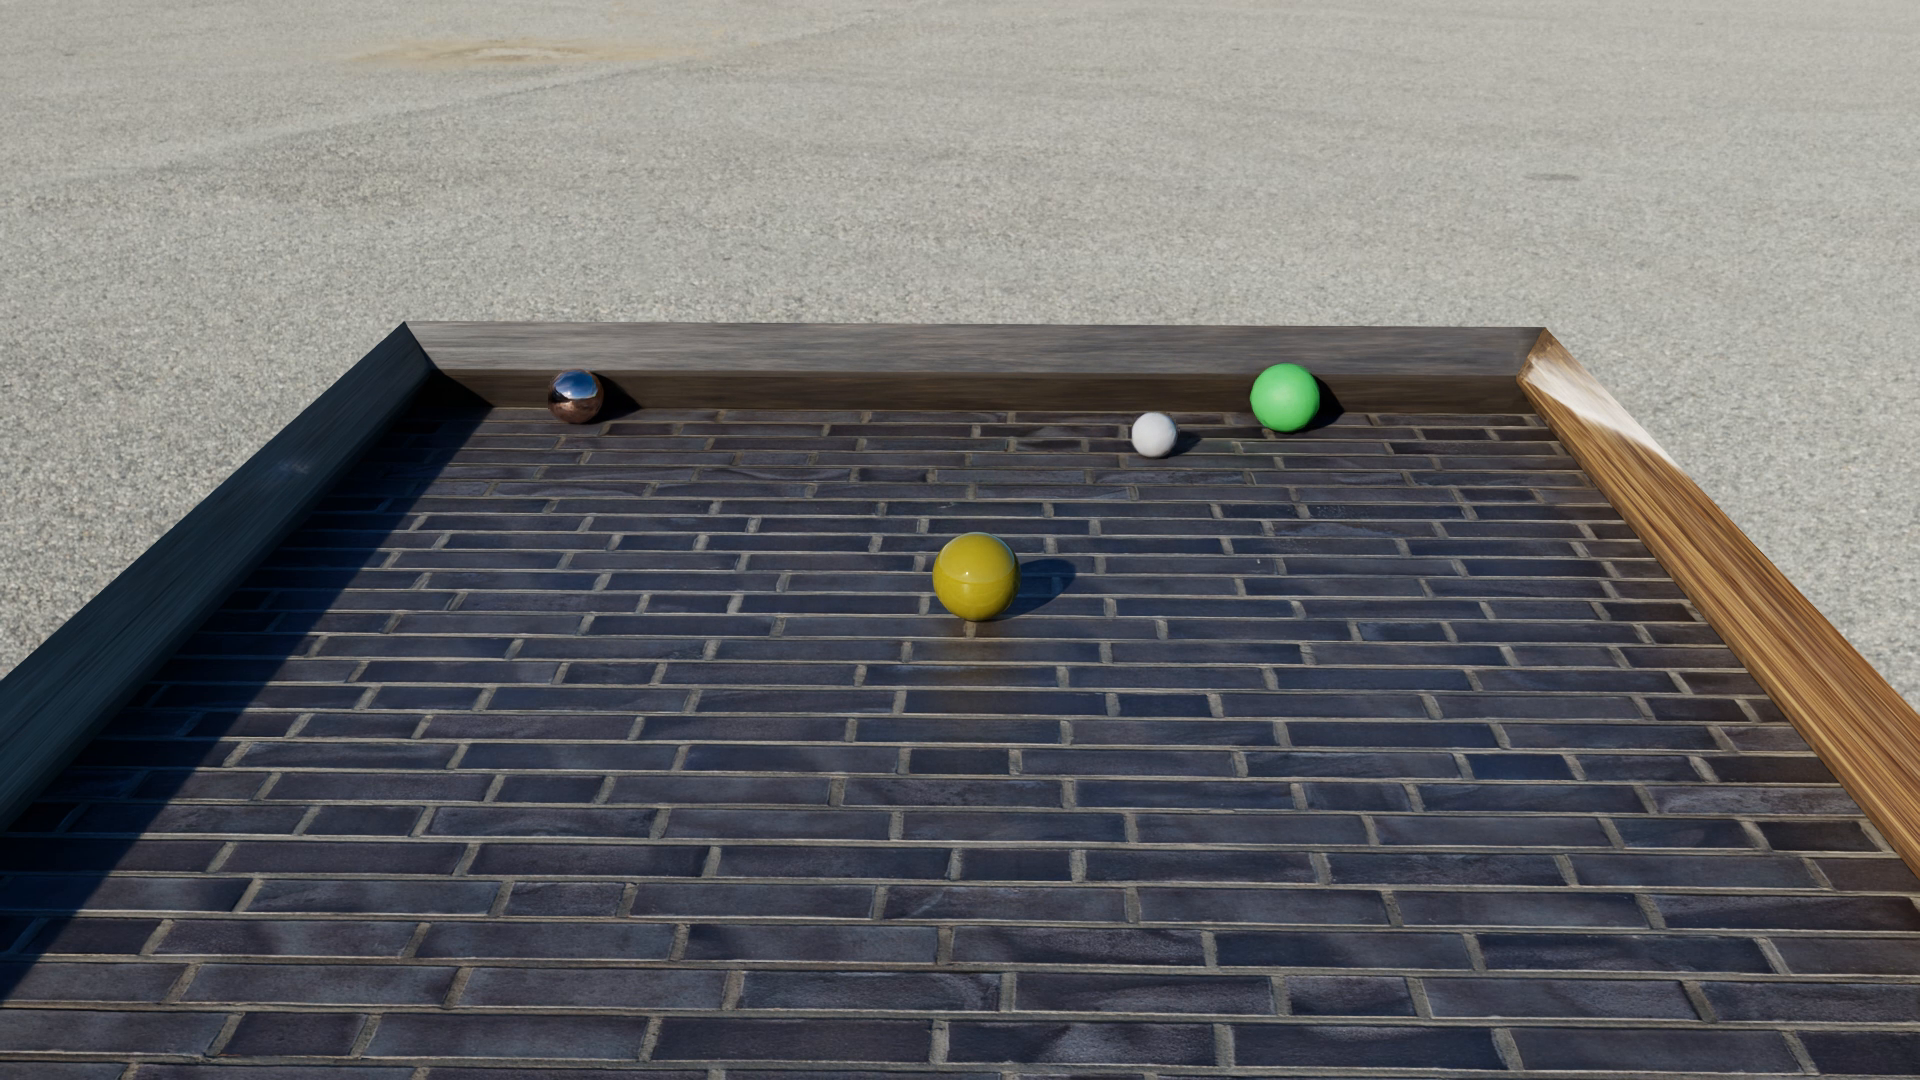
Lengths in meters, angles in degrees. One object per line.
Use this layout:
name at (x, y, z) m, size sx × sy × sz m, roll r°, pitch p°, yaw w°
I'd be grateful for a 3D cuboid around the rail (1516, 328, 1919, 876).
rail at (0.759, 0.209, 1.790) m, size 0.045 × 0.123 × 2.724 m, roll 0°, pitch 19°, yaw 1°

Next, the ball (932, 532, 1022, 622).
ball at (0.018, 0.038, 2.327) m, size 0.095 × 0.095 × 0.095 m, roll 0°, pitch 19°, yaw 0°

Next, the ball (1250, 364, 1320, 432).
ball at (0.443, -0.194, 2.996) m, size 0.095 × 0.095 × 0.095 m, roll 0°, pitch 19°, yaw 0°

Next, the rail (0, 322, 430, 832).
rail at (-0.791, 0.197, 1.824) m, size 0.045 × 0.123 × 2.724 m, roll 0°, pitch 19°, yaw 1°

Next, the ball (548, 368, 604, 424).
ball at (-0.530, -0.199, 3.040) m, size 0.076 × 0.076 × 0.076 m, roll 0°, pitch 19°, yaw 0°

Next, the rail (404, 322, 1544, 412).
rail at (0.015, -0.236, 3.071) m, size 1.598 × 0.123 × 0.045 m, roll 0°, pitch 19°, yaw 1°

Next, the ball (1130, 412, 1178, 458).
ball at (0.255, -0.138, 2.886) m, size 0.061 × 0.061 × 0.061 m, roll 0°, pitch 19°, yaw 0°
